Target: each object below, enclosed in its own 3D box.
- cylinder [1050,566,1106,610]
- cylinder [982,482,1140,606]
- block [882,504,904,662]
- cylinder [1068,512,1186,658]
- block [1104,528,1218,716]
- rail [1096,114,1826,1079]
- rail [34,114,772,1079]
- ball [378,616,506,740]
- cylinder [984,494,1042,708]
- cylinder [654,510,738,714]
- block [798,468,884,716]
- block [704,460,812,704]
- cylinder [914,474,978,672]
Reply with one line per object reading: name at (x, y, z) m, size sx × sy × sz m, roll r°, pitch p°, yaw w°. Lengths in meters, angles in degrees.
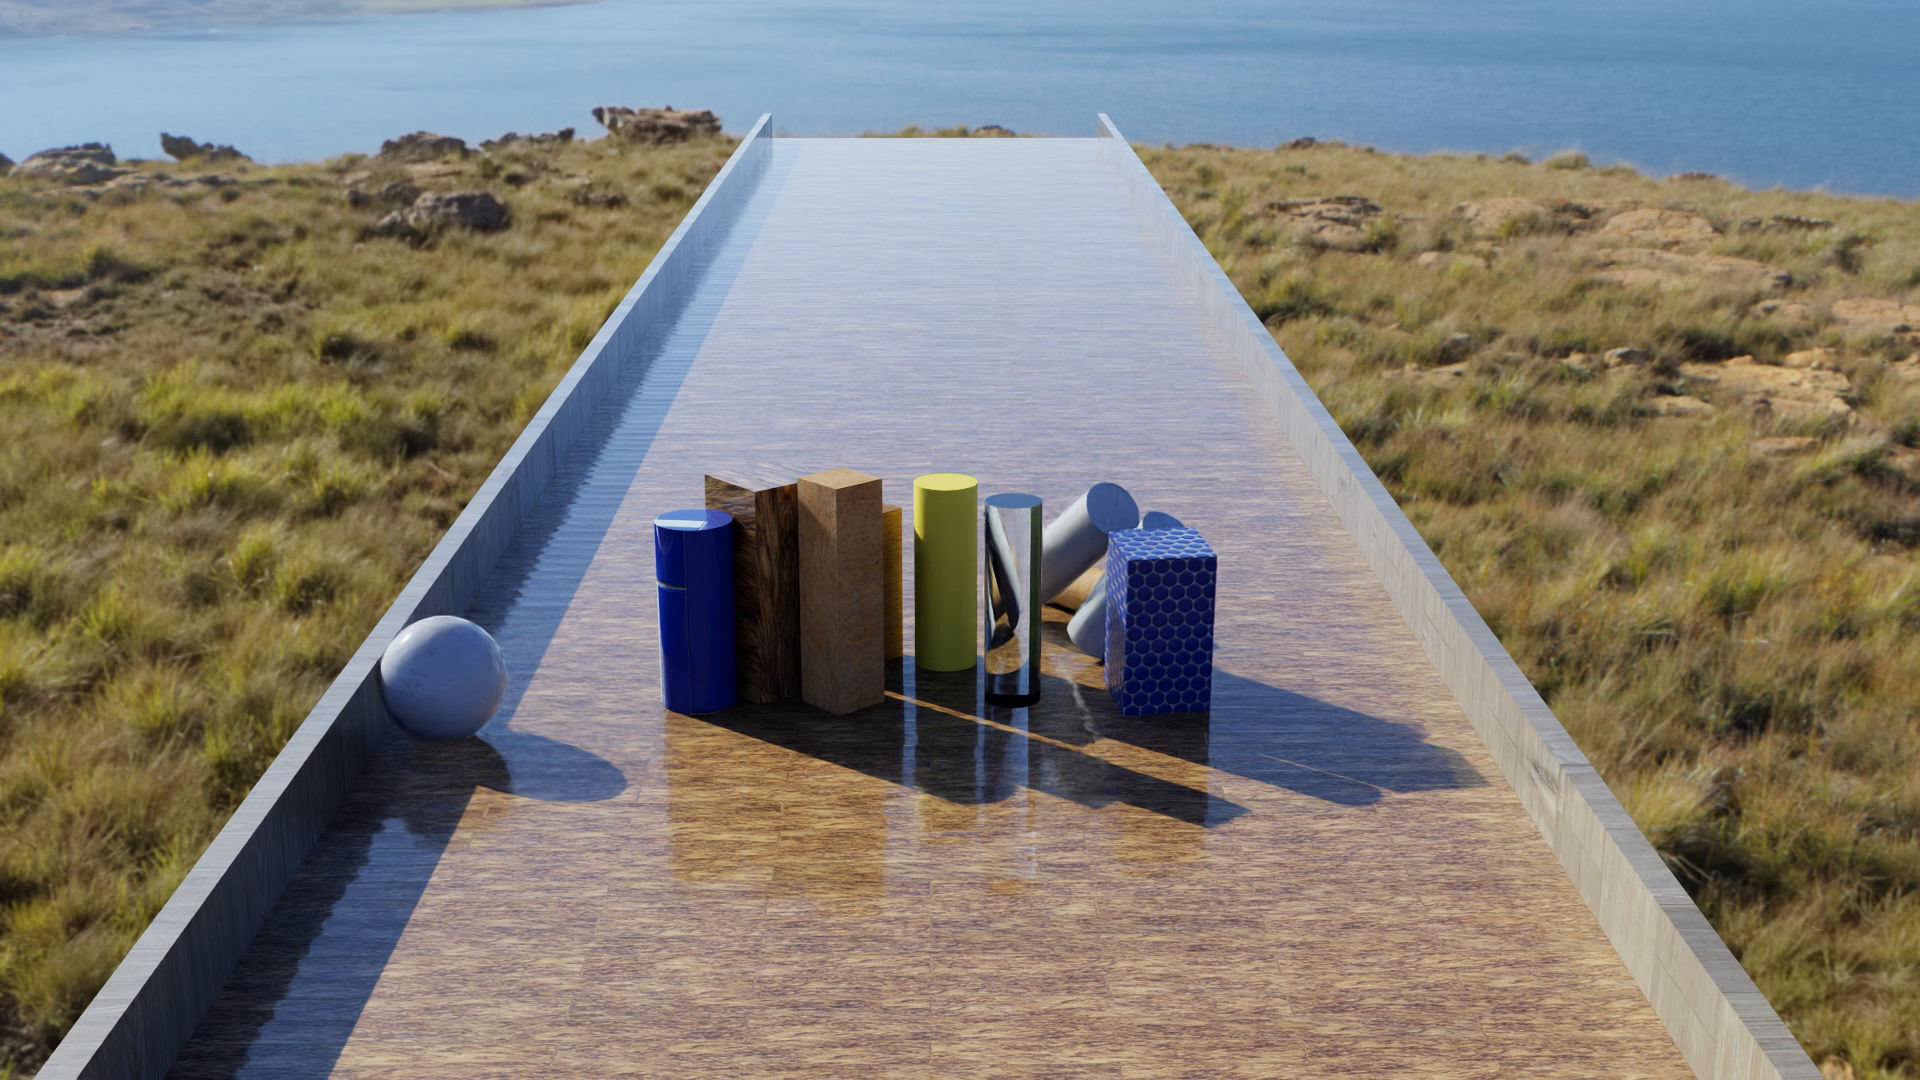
cylinder at (0.242, 0.095, 4.726) m, size 0.104 × 0.104 × 0.405 m, roll -13°, pitch 21°, yaw -37°
cylinder at (0.201, 0.032, 4.475) m, size 0.121 × 0.121 × 0.436 m, roll -12°, pitch -19°, yaw -34°
block at (-0.240, 0.087, 4.393) m, size 0.176 × 0.310 × 0.176 m, roll 14°, pitch 22°, yaw 39°
cylinder at (0.334, 0.092, 4.350) m, size 0.111 × 0.320 × 0.111 m, roll 18°, pitch 41°, yaw -17°
block at (0.376, 0.152, 4.160) m, size 0.168 × 0.309 × 0.168 m, roll -2°, pitch 19°, yaw -8°
rail at (0.932, -0.844, 7.801) m, size 0.050 × 0.150 × 12.000 m, roll 0°, pitch 17°, yaw -1°
rail at (-1.118, -0.838, 7.780) m, size 0.050 × 0.150 × 12.000 m, roll 0°, pitch 17°, yaw -1°
ball at (-0.937, 0.250, 3.989) m, size 0.227 × 0.227 × 0.227 m, roll 0°, pitch 17°, yaw 0°
cylinder at (0.100, 0.115, 4.153) m, size 0.108 × 0.392 × 0.108 m, roll 0°, pitch 17°, yaw 0°
cylinder at (-0.496, 0.134, 4.144) m, size 0.146 × 0.359 × 0.146 m, roll 0°, pitch 16°, yaw 0°
block at (-0.223, 0.096, 4.132) m, size 0.112 × 0.440 × 0.112 m, roll -15°, pitch 22°, yaw -41°
block at (-0.371, 0.079, 4.226) m, size 0.163 × 0.419 × 0.163 m, roll -14°, pitch 22°, yaw -39°
cylinder at (-0.028, 0.064, 4.359) m, size 0.125 × 0.372 × 0.125 m, roll 0°, pitch 17°, yaw 0°
